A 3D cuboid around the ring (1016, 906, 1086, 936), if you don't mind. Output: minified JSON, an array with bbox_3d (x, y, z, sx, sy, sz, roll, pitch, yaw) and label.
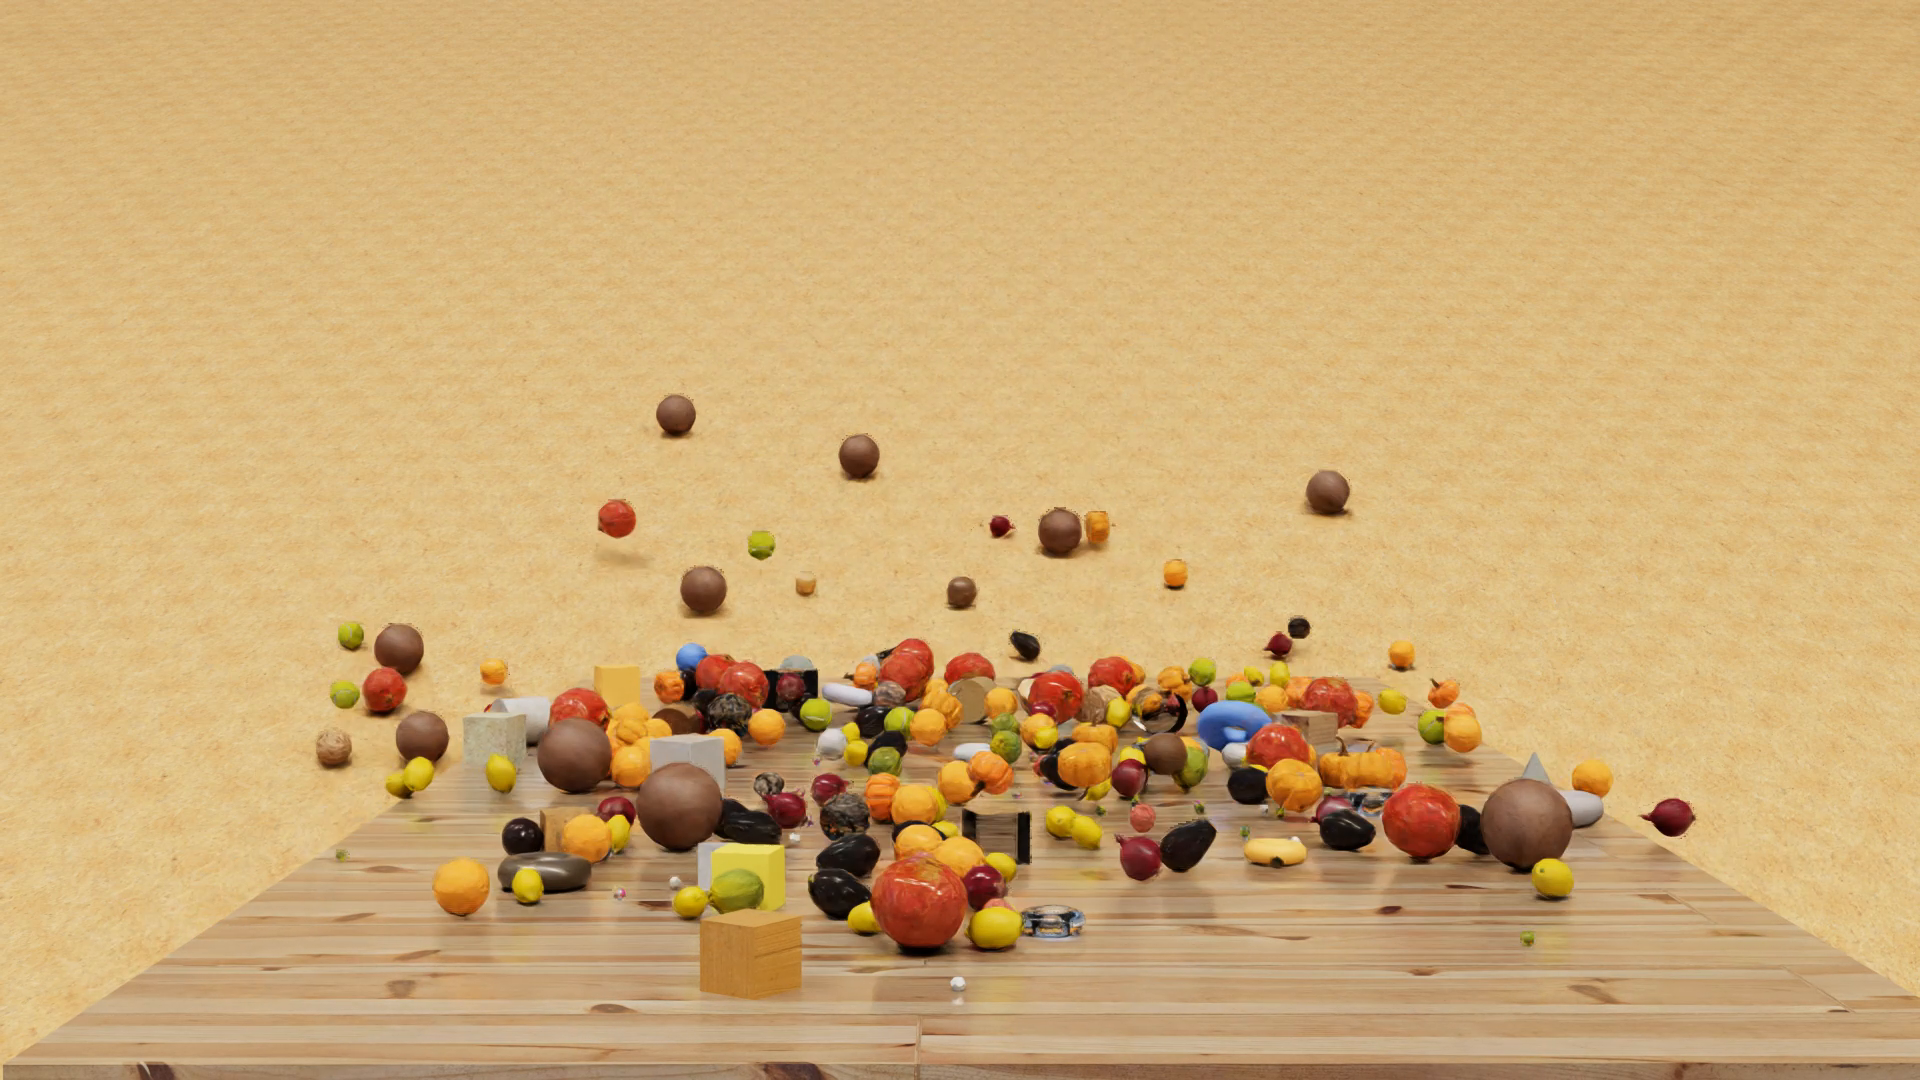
[{"bbox_3d":[0.114,0.474,3.206,0.087,0.029,0.087,-1,3,0],"label":"ring"}]

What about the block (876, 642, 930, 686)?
[{"bbox_3d":[-0.138,0.304,6.259,0.092,0.092,0.092,-15,-1,12],"label":"block"}]

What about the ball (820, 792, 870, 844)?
[{"bbox_3d":[-0.173,0.421,3.890,0.077,0.077,0.077,0,23,0],"label":"ball"}]

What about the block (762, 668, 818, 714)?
[{"bbox_3d":[-0.379,0.336,5.765,0.090,0.090,0.090,1,3,28],"label":"block"}]

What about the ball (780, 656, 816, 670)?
[{"bbox_3d":[-0.389,0.320,6.145,0.091,0.091,0.091,0,23,0],"label":"ball"}]

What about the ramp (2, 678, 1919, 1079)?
[{"bbox_3d":[0.053,0.483,4.539,2.000,0.100,4.000,0,2,0],"label":"ramp"}]

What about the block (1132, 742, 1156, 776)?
[{"bbox_3d":[0.351,0.398,4.706,0.054,0.054,0.054,-2,3,-32],"label":"block"}]

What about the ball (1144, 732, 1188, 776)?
[{"bbox_3d":[0.353,0.367,4.428,0.075,0.075,0.075,0,23,0],"label":"ball"}]

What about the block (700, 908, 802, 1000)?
[{"bbox_3d":[-0.234,0.462,2.877,0.080,0.080,0.080,2,3,36],"label":"block"}]

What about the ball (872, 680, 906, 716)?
[{"bbox_3d":[-0.155,0.347,5.641,0.077,0.077,0.077,0,23,0],"label":"ball"}]

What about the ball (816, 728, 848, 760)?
[{"bbox_3d":[-0.238,0.381,4.797,0.060,0.060,0.060,0,23,0],"label":"ball"}]

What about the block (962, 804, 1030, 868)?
[{"bbox_3d":[0.051,0.428,3.728,0.077,0.077,0.077,-1,3,-20],"label":"block"}]

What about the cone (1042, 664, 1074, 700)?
[{"bbox_3d":[0.246,0.351,6.007,0.087,0.087,0.087,-10,32,-23],"label":"cone"}]

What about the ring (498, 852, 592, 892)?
[{"bbox_3d":[-0.569,0.454,3.526,0.129,0.043,0.129,0,1,0],"label":"ring"}]

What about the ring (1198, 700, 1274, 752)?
[{"bbox_3d":[0.519,0.354,4.849,0.145,0.145,0.048,5,52,11],"label":"ring"}]

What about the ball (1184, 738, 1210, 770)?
[{"bbox_3d":[0.429,0.394,4.737,0.061,0.061,0.061,0,23,0],"label":"ball"}]

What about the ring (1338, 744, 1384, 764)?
[{"bbox_3d":[0.755,0.405,4.858,0.086,0.029,0.086,-1,3,0],"label":"ring"}]

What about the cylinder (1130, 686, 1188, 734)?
[{"bbox_3d":[0.410,0.352,5.305,0.096,0.096,0.096,-4,3,-9],"label":"cylinder"}]

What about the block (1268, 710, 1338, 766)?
[{"bbox_3d":[0.649,0.373,4.868,0.091,0.091,0.091,2,3,44],"label":"block"}]

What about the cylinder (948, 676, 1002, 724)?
[{"bbox_3d":[0.031,0.344,5.543,0.093,0.093,0.093,8,5,18],"label":"cylinder"}]

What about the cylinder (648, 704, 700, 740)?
[{"bbox_3d":[-0.559,0.368,5.033,0.088,0.088,0.088,2,3,4],"label":"cylinder"}]

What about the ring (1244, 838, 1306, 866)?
[{"bbox_3d":[0.456,0.451,3.724,0.092,0.031,0.092,2,2,0],"label":"ring"}]

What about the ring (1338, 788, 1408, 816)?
[{"bbox_3d":[0.676,0.428,4.209,0.112,0.037,0.112,-1,2,0],"label":"ring"}]

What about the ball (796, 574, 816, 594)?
[{"bbox_3d":[-0.433,0.123,7.226,0.060,0.060,0.060,0,23,0],"label":"ball"}]

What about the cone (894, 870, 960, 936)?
[{"bbox_3d":[-0.035,0.470,3.213,0.083,0.083,0.083,-3,29,-8],"label":"cone"}]

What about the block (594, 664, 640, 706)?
[{"bbox_3d":[-0.787,0.332,5.906,0.087,0.087,0.087,-1,3,-19],"label":"block"}]

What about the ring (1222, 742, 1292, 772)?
[{"bbox_3d":[0.550,0.401,4.765,0.131,0.044,0.131,4,1,0],"label":"ring"}]

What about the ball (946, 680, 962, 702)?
[{"bbox_3d":[0.004,0.346,5.714,0.073,0.073,0.073,0,23,0],"label":"ball"}]

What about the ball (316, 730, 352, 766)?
[{"bbox_3d":[-1.531,0.507,6.292,0.088,0.088,0.088,0,23,0],"label":"ball"}]

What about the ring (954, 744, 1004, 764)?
[{"bbox_3d":[0.035,0.404,4.862,0.094,0.031,0.094,0,4,0],"label":"ring"}]

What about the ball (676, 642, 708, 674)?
[{"bbox_3d":[-0.700,0.311,6.724,0.083,0.083,0.083,0,23,0],"label":"ball"}]

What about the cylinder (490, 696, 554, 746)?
[{"bbox_3d":[-0.869,0.361,5.109,0.097,0.097,0.097,-1,20,-34],"label":"cylinder"}]

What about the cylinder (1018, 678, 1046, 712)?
[{"bbox_3d":[0.159,0.342,5.671,0.055,0.055,0.055,-4,52,5],"label":"cylinder"}]

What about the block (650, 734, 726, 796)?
[{"bbox_3d":[-0.473,0.390,4.468,0.092,0.092,0.092,2,3,34],"label":"block"}]

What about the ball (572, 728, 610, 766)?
[{"bbox_3d":[-0.684,0.382,4.763,0.070,0.070,0.070,0,23,0],"label":"ball"}]

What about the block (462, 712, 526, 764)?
[{"bbox_3d":[-0.882,0.375,4.876,0.088,0.088,0.088,1,2,14],"label":"block"}]

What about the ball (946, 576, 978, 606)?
[{"bbox_3d":[0.005,0.143,7.146,0.086,0.086,0.086,0,23,0],"label":"ball"}]

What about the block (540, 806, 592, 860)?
[{"bbox_3d":[-0.578,0.431,3.779,0.068,0.068,0.068,-1,2,-16],"label":"block"}]

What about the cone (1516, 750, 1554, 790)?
[{"bbox_3d":[1.004,0.400,4.499,0.067,0.067,0.067,0,2,0],"label":"cone"}]

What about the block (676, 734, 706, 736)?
[{"bbox_3d":[-0.506,0.394,4.857,0.051,0.051,0.051,-2,3,-41],"label":"block"}]

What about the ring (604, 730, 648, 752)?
[{"bbox_3d":[-0.665,0.394,5.040,0.111,0.037,0.111,-1,3,0],"label":"ring"}]

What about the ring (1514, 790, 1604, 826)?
[{"bbox_3d":[0.955,0.427,4.106,0.141,0.047,0.141,-1,1,0],"label":"ring"}]

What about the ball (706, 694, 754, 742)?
[{"bbox_3d":[-0.465,0.357,5.190,0.096,0.096,0.096,0,23,0],"label":"ball"}]

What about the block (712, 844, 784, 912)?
[{"bbox_3d":[-0.277,0.443,3.374,0.077,0.077,0.077,0,2,12],"label":"block"}]

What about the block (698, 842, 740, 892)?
[{"bbox_3d":[-0.329,0.447,3.520,0.058,0.058,0.058,0,2,-5],"label":"block"}]

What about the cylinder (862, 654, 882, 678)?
[{"bbox_3d":[-0.209,0.319,6.507,0.060,0.060,0.060,-14,8,-29],"label":"cylinder"}]

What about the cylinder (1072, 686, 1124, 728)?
[{"bbox_3d":[0.292,0.353,5.462,0.082,0.082,0.082,14,9,30],"label":"cylinder"}]

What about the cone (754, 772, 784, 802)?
[{"bbox_3d":[-0.322,0.429,4.351,0.053,0.053,0.053,-3,29,-7],"label":"cone"}]

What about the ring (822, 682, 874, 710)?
[{"bbox_3d":[-0.248,0.351,5.780,0.128,0.043,0.128,12,-4,1],"label":"ring"}]
